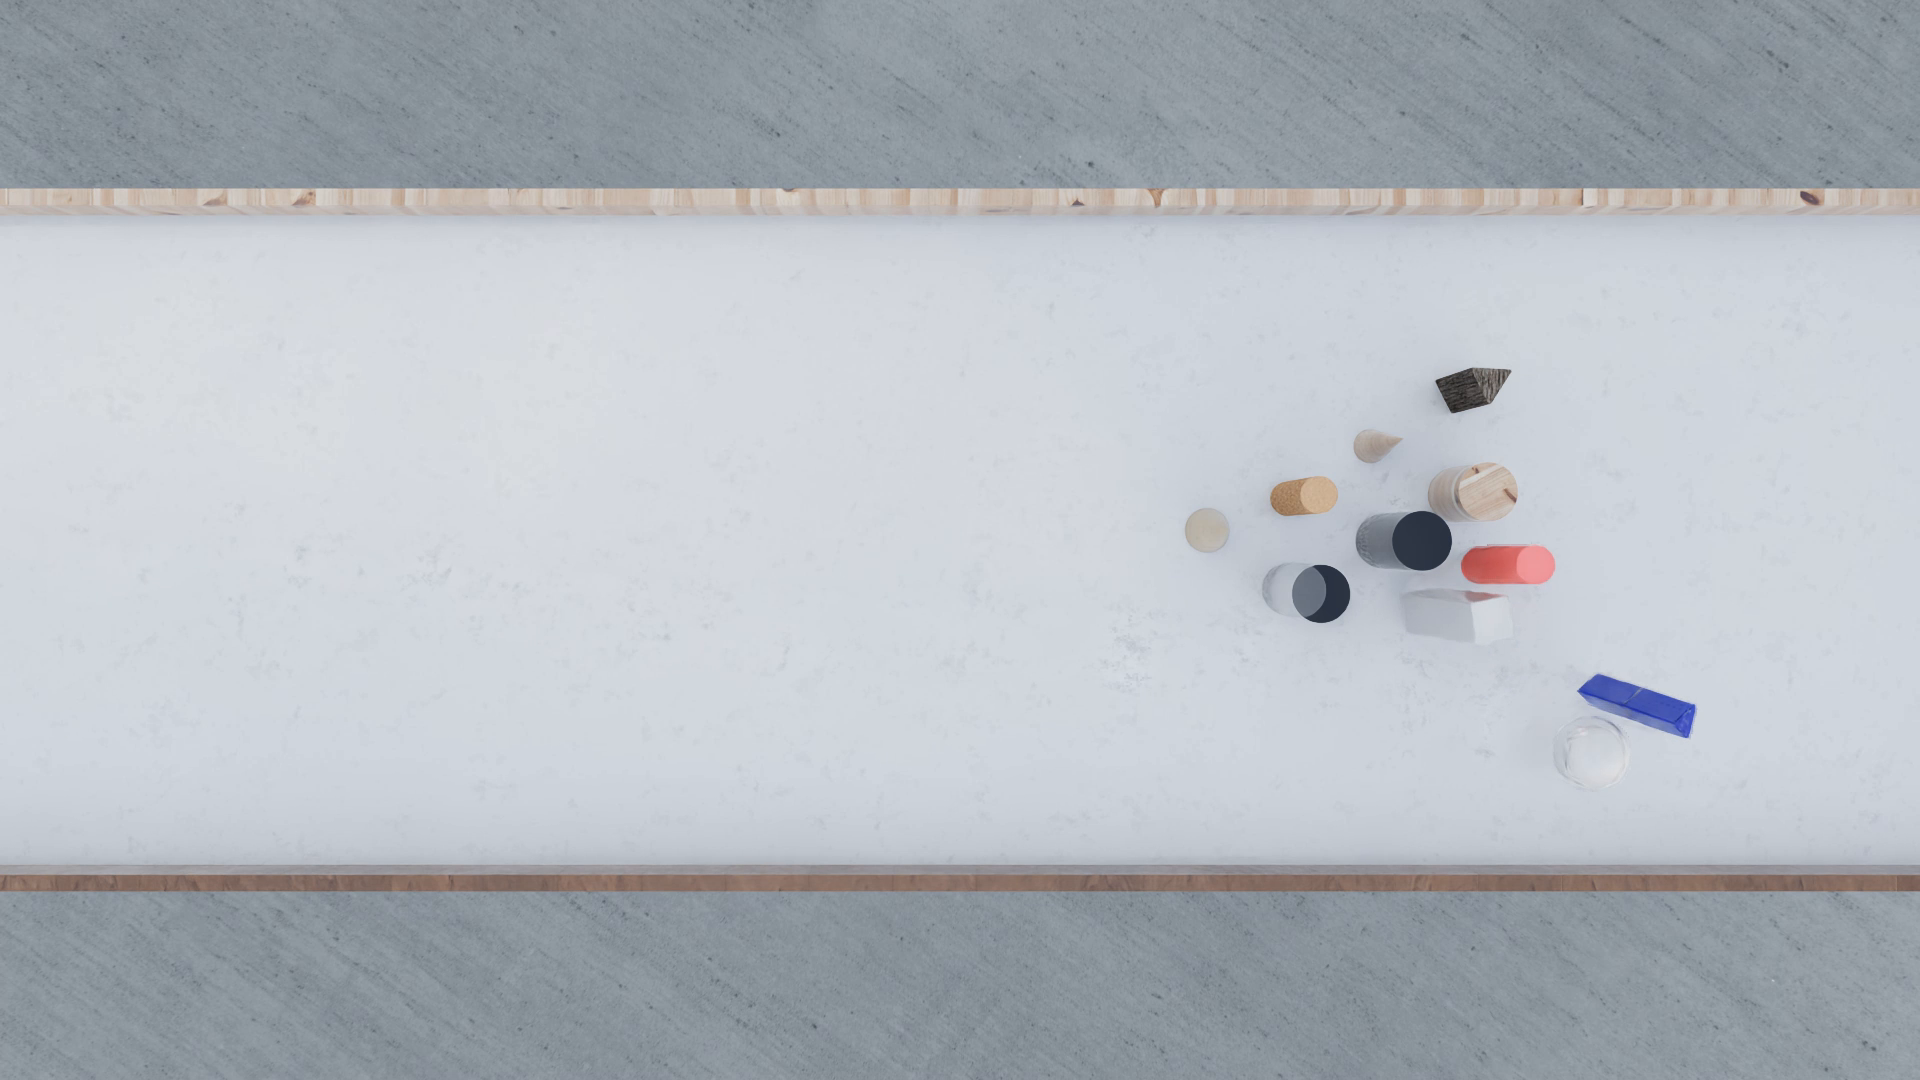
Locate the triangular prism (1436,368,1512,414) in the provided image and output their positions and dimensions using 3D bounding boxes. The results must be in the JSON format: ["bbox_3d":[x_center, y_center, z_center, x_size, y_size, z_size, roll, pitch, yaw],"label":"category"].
[{"bbox_3d":[1.505,-0.464,4.898,0.099,0.357,0.115,33,90,0],"label":"triangular prism"}]

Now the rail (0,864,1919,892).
[{"bbox_3d":[-2.247,1.025,5.001,12.000,0.150,0.050,0,90,0],"label":"rail"}]

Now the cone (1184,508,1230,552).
[{"bbox_3d":[0.761,-0.029,4.867,0.138,0.418,0.138,0,90,0],"label":"cone"}]

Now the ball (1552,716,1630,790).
[{"bbox_3d":[1.850,0.624,4.836,0.216,0.216,0.216,0,90,0],"label":"ball"}]

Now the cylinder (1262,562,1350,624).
[{"bbox_3d":[1.012,0.151,4.849,0.165,0.454,0.165,0,90,0],"label":"cylinder"}]

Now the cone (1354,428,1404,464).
[{"bbox_3d":[1.264,-0.289,4.887,0.106,0.379,0.106,0,90,0],"label":"cone"}]

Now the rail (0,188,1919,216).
[{"bbox_3d":[-2.247,-1.025,5.002,12.000,0.150,0.050,0,90,0],"label":"rail"}]

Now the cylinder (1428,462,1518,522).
[{"bbox_3d":[1.525,-0.139,4.918,0.171,0.317,0.171,0,90,0],"label":"cylinder"}]

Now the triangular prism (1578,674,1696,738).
[{"bbox_3d":[2.027,0.483,4.923,0.102,0.325,0.089,40,79,-36],"label":"triangular prism"}]

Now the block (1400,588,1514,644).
[{"bbox_3d":[1.460,0.220,4.860,0.119,0.410,0.119,-11,94,-12],"label":"block"}]

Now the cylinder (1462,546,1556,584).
[{"bbox_3d":[1.605,0.074,4.848,0.111,0.453,0.111,0,89,-2],"label":"cylinder"}]

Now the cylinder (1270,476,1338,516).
[{"bbox_3d":[1.008,-0.127,4.852,0.106,0.449,0.106,0,90,0],"label":"cylinder"}]

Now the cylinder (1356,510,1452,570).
[{"bbox_3d":[1.302,0.003,4.861,0.170,0.430,0.170,0,90,0],"label":"cylinder"}]
